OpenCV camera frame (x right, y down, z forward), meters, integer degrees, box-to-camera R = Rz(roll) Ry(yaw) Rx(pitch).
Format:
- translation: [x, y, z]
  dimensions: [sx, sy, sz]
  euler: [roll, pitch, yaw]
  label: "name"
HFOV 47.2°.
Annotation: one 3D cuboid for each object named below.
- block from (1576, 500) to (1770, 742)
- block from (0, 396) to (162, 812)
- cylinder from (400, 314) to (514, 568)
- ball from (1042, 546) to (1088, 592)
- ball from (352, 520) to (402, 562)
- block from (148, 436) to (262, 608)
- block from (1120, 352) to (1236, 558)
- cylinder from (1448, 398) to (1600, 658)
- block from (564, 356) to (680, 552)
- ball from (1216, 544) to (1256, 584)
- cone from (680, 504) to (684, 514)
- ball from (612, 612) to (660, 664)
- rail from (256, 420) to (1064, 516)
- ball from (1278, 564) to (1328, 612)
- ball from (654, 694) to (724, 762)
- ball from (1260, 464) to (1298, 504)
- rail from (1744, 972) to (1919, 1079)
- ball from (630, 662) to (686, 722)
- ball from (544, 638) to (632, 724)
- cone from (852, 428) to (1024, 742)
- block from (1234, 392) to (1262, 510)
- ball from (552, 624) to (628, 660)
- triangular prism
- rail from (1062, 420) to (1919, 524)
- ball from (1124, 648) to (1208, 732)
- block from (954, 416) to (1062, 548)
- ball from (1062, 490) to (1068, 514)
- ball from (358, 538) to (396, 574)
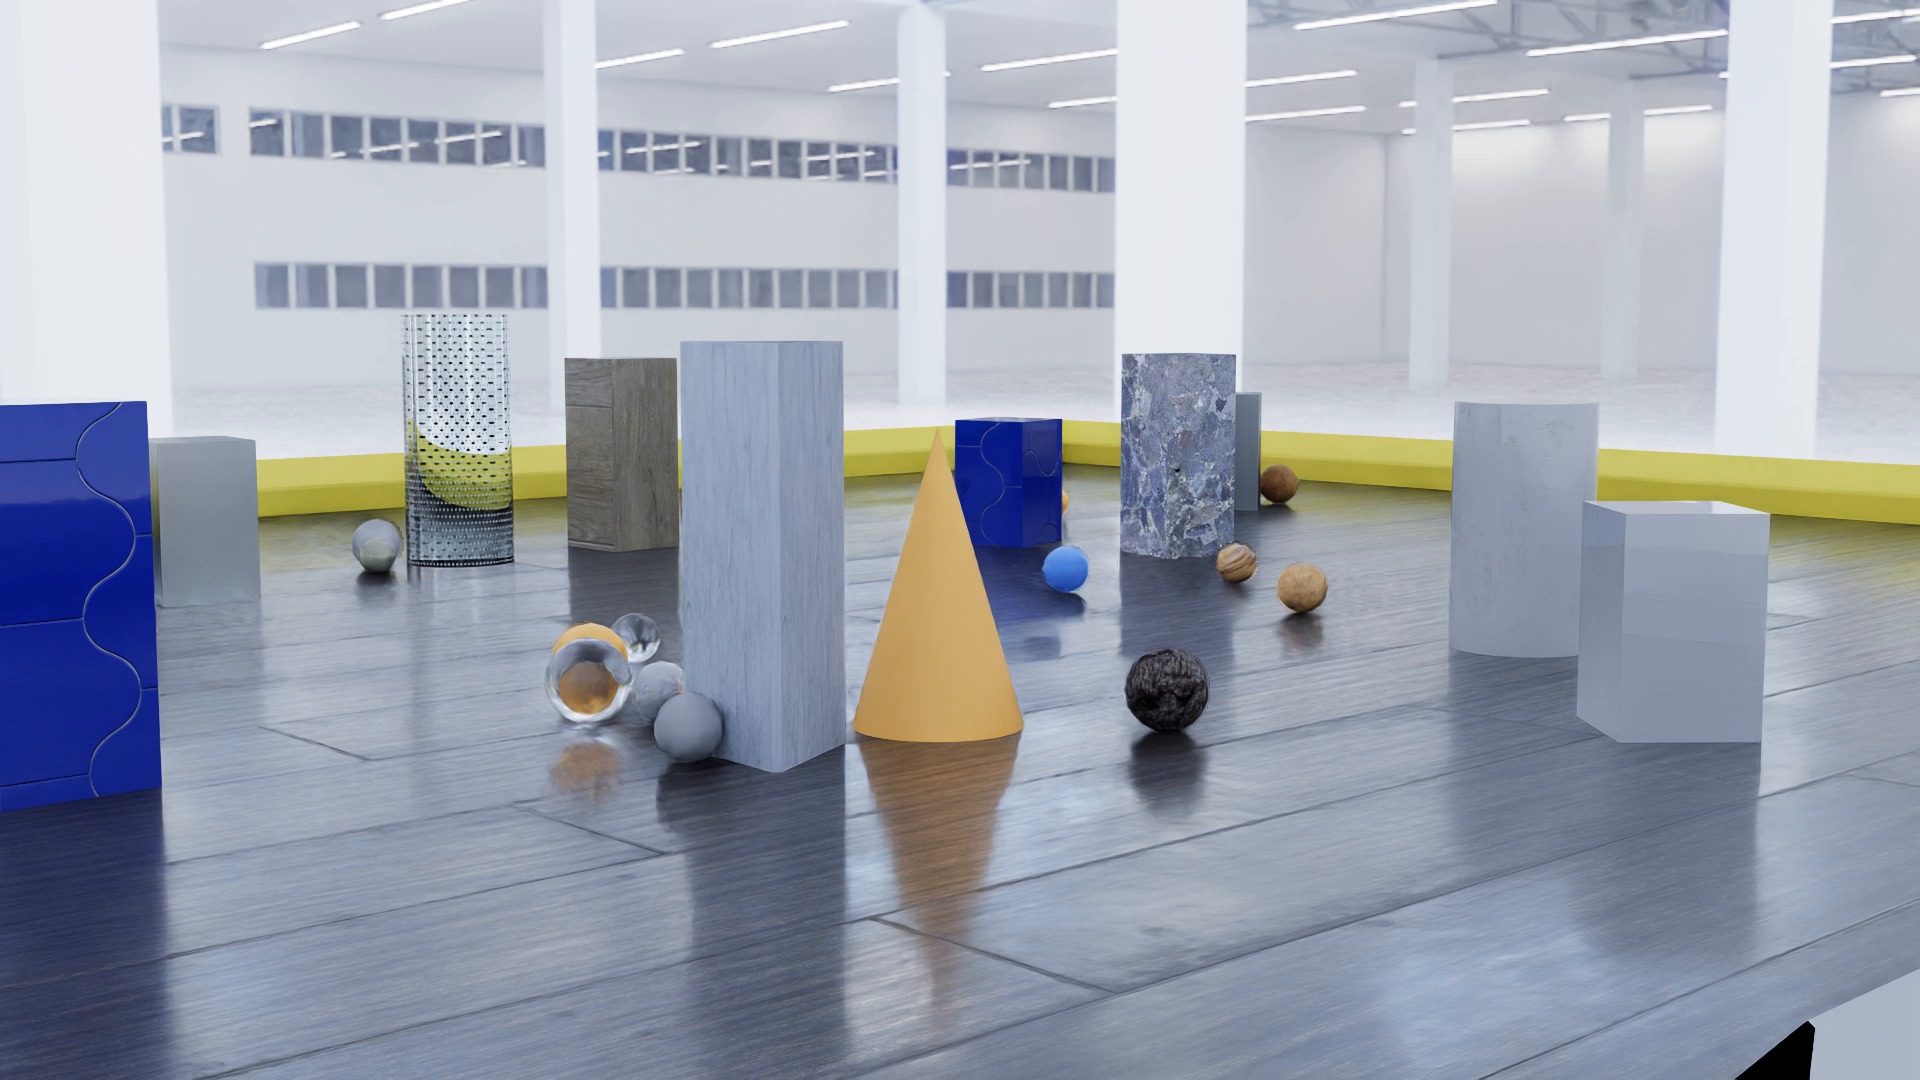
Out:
- translation: [0.746, 0.083, 2.312]
  dimensions: [0.147, 0.235, 0.147]
  euler: [0, 6, -1]
  label: "block"
- translation: [-0.846, 0.051, 2.026]
  dimensions: [0.147, 0.358, 0.147]
  euler: [-6, 8, -44]
  label: "block"
- translation: [-0.872, -0.176, 3.819]
  dimensions: [0.184, 0.430, 0.184]
  euler: [0, 6, 0]
  label: "cylinder"
- translation: [0.165, 0.046, 3.430]
  dimensions: [0.071, 0.071, 0.071]
  euler: [0, 6, 0]
  label: "ball"
- translation: [-0.995, 0.006, 3.749]
  dimensions: [0.083, 0.083, 0.083]
  euler: [0, 6, 0]
  label: "ball"
- translation: [-1.165, -0.031, 3.342]
  dimensions: [0.147, 0.243, 0.147]
  euler: [-5, 8, -37]
  label: "block"
- translation: [0.392, -0.156, 3.967]
  dimensions: [0.147, 0.358, 0.147]
  euler: [-3, 7, -29]
  label: "block"
- translation: [0.734, -0.020, 2.867]
  dimensions: [0.184, 0.322, 0.184]
  euler: [0, 6, 0]
  label: "cylinder"
- translation: [-0.626, -0.163, 4.076]
  dimensions: [0.147, 0.349, 0.147]
  euler: [-6, 8, -44]
  label: "block"
- translation: [0.445, 0.038, 3.543]
  dimensions: [0.064, 0.064, 0.064]
  euler: [0, 6, 0]
  label: "ball"
- translation: [-0.512, -0.236, 4.744]
  dimensions: [0.184, 0.353, 0.184]
  euler: [0, 6, 0]
  label: "cone"
- translation: [-0.406, 0.123, 2.749]
  dimensions: [0.063, 0.063, 0.063]
  euler: [0, 6, 0]
  label: "ball"
- translation: [-1.329, -0.121, 4.764]
  dimensions: [4.461, 0.119, 0.045]
  euler: [-6, 8, -42]
  label: "rail"
- translation: [0.498, 0.070, 3.202]
  dimensions: [0.072, 0.072, 0.072]
  euler: [0, 6, 0]
  label: "ball"
- translation: [-0.265, 0.184, 2.152]
  dimensions: [0.067, 0.067, 0.067]
  euler: [0, 6, 0]
  label: "ball"
- translation: [0.721, -0.127, 4.979]
  dimensions: [0.088, 0.088, 0.088]
  euler: [0, 6, 0]
  label: "ball"
- translation: [1.329, 0.184, 1.900]
  dimensions: [4.461, 0.119, 0.045]
  euler: [-6, 8, -42]
  label: "rail"
- translation: [-0.320, 0.163, 2.357]
  dimensions: [0.065, 0.065, 0.065]
  euler: [0, 6, 0]
  label: "ball"
- translation: [-0.398, 0.150, 2.353]
  dimensions: [0.092, 0.092, 0.092]
  euler: [0, 6, 0]
  label: "ball"
- translation: [-0.023, 0.039, 2.326]
  dimensions: [0.184, 0.319, 0.184]
  euler: [0, 6, 0]
  label: "cone"
- translation: [0.590, -0.199, 4.874]
  dimensions: [0.147, 0.253, 0.147]
  euler: [1, 6, 10]
  label: "block"
- translation: [-0.420, 0.138, 2.493]
  dimensions: [0.087, 0.087, 0.087]
  euler: [0, 6, 0]
  label: "ball"
- translation: [-0.173, 0.008, 2.188]
  dimensions: [0.138, 0.409, 0.159]
  euler: [-5, 8, -40]
  label: "triangular prism"
- translation: [1.622, -0.127, 4.821]
  dimensions: [0.045, 0.119, 3.966]
  euler: [-6, 8, -42]
  label: "rail"
- translation: [0.217, 0.157, 2.305]
  dimensions: [0.088, 0.088, 0.088]
  euler: [0, 6, 0]
  label: "ball"
- translation: [0.092, -0.112, 4.147]
  dimensions: [0.147, 0.232, 0.147]
  euler: [4, 7, 32]
  label: "block"
- translation: [0.197, -0.079, 4.634]
  dimensions: [0.064, 0.064, 0.064]
  euler: [0, 6, 0]
  label: "ball"
- translation: [-0.973, 0.026, 3.673]
  dimensions: [0.059, 0.059, 0.059]
  euler: [0, 6, 0]
  label: "ball"
